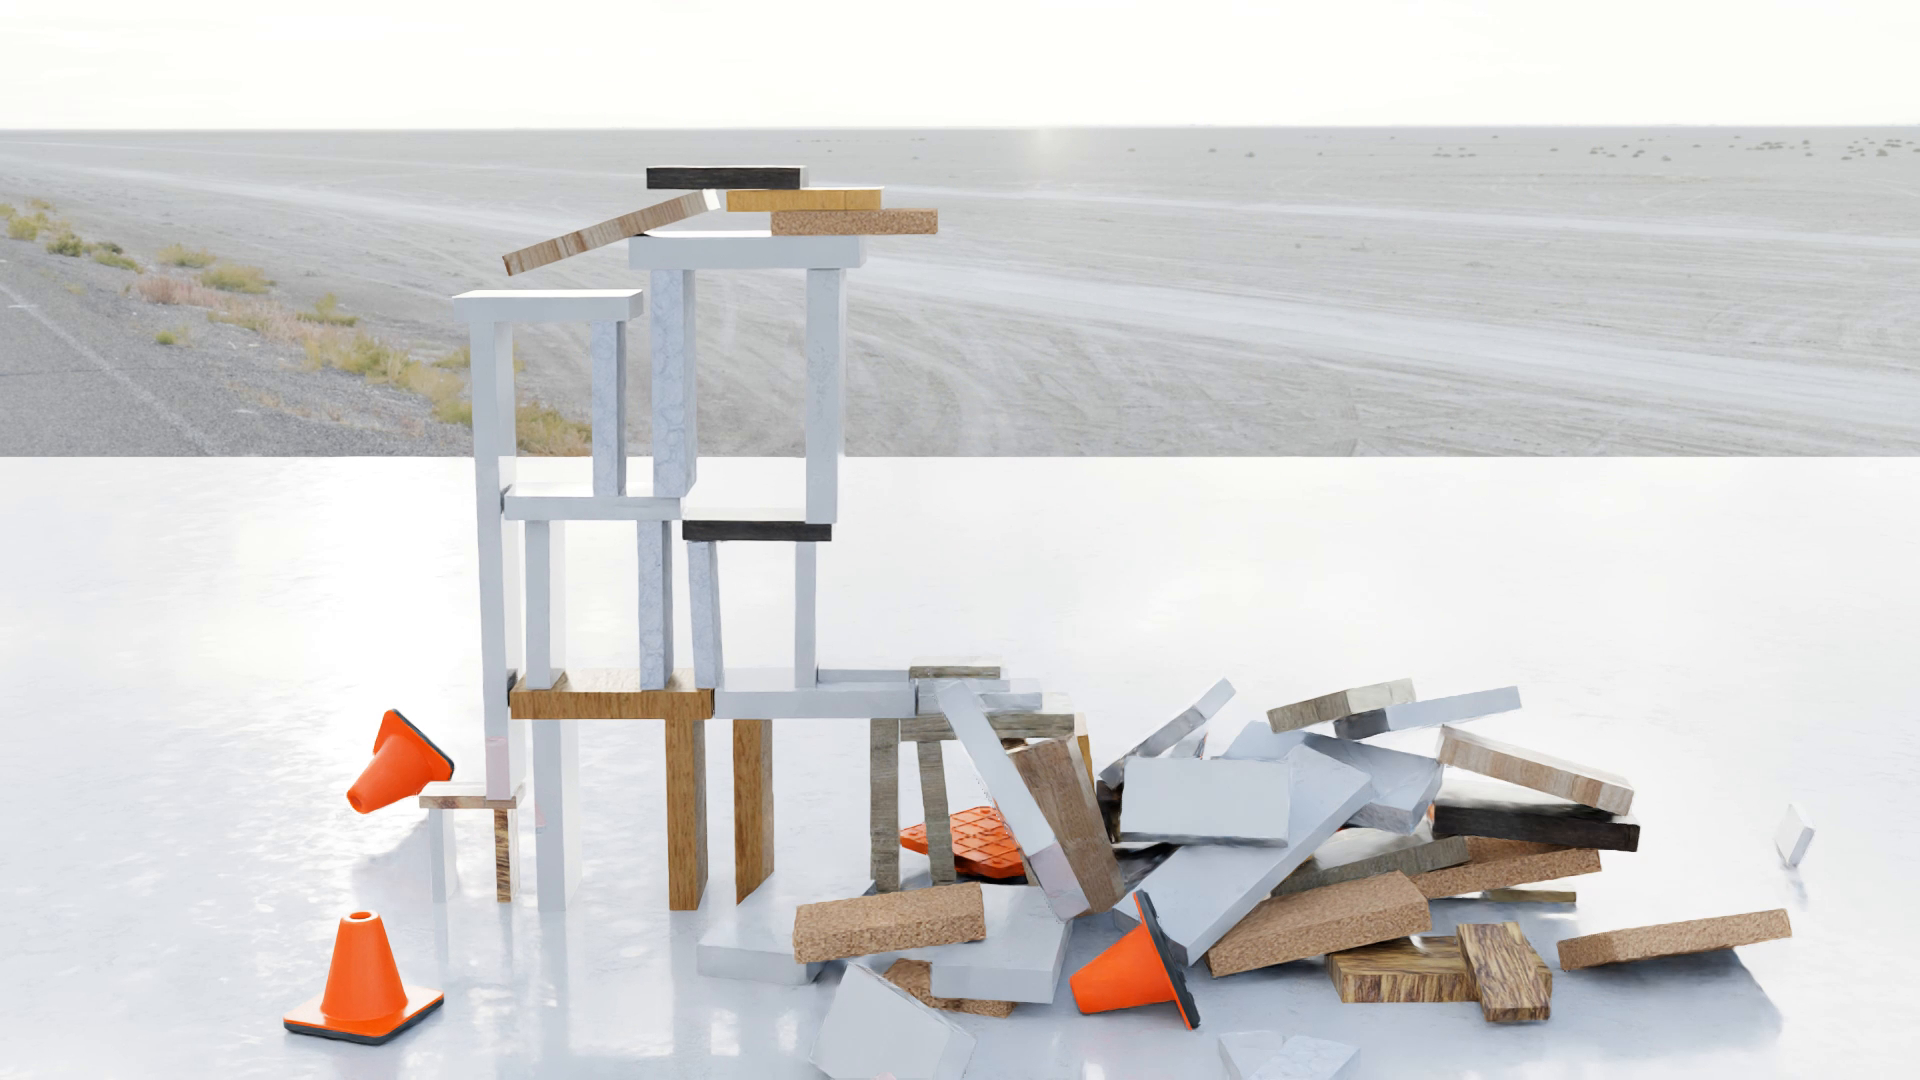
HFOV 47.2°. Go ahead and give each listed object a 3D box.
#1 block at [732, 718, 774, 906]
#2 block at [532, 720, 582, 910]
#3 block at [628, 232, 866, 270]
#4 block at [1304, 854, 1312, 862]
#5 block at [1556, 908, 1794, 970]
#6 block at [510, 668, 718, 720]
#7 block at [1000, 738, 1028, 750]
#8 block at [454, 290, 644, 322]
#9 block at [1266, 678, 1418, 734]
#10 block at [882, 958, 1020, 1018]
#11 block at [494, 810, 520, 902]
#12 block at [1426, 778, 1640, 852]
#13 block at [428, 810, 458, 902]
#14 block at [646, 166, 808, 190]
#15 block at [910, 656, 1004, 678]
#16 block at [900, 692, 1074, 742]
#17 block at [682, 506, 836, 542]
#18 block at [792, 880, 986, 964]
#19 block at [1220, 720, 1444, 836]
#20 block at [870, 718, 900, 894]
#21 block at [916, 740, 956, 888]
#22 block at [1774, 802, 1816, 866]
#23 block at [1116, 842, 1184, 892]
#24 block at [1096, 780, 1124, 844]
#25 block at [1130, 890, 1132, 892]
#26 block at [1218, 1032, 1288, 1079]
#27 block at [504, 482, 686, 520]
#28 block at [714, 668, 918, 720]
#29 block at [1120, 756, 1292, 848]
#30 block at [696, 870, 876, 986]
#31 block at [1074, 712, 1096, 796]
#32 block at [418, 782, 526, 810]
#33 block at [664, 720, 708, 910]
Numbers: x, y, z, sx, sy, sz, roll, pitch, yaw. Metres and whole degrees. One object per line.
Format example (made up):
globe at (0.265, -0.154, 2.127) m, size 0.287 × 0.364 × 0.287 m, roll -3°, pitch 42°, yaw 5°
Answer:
block at (-0.341, 0.431, 3.641) m, size 0.046 × 0.322 × 0.161 m, roll 0°, pitch 11°, yaw 2°
block at (-0.666, 0.432, 3.639) m, size 0.046 × 0.322 × 0.161 m, roll 0°, pitch 11°, yaw 0°
block at (-0.331, -0.459, 3.480) m, size 0.356 × 0.050 × 0.178 m, roll 0°, pitch 10°, yaw 1°
block at (0.490, 0.538, 3.663) m, size 0.186 × 0.026 × 0.093 m, roll -22°, pitch 9°, yaw 5°
block at (1.076, 0.602, 3.315) m, size 0.306 × 0.043 × 0.153 m, roll -3°, pitch -15°, yaw -18°
block at (-0.560, 0.251, 3.605) m, size 0.322 × 0.046 × 0.161 m, roll 0°, pitch 11°, yaw 0°
block at (0.125, 0.453, 3.639) m, size 0.040 × 0.282 × 0.141 m, roll -17°, pitch 10°, yaw 3°
block at (-0.651, -0.372, 3.492) m, size 0.275 × 0.039 × 0.137 m, roll 0°, pitch 11°, yaw 1°
block at (0.638, 0.275, 3.658) m, size 0.143 × 0.041 × 0.286 m, roll -19°, pitch -9°, yaw 32°
block at (-0.012, 0.657, 3.230) m, size 0.202 × 0.029 × 0.101 m, roll 4°, pitch 11°, yaw 19°
block at (-0.752, 0.512, 3.651) m, size 0.023 × 0.160 × 0.080 m, roll 0°, pitch 11°, yaw 0°
block at (0.933, 0.449, 3.612) m, size 0.326 × 0.046 × 0.163 m, roll 5°, pitch 11°, yaw 4°
block at (-0.859, 0.512, 3.651) m, size 0.023 × 0.160 × 0.080 m, roll 0°, pitch 11°, yaw 0°
block at (-0.364, -0.571, 3.462) m, size 0.239 × 0.034 × 0.120 m, roll 0°, pitch 11°, yaw 2°
block at (-0.004, 0.209, 3.612) m, size 0.149 × 0.021 × 0.075 m, roll 0°, pitch 11°, yaw 6°
block at (0.043, 0.289, 3.613) m, size 0.282 × 0.040 × 0.141 m, roll -2°, pitch 11°, yaw -1°
block at (-0.323, -0.026, 3.558) m, size 0.238 × 0.034 × 0.119 m, roll 1°, pitch 11°, yaw 0°
block at (-0.105, 0.571, 3.289) m, size 0.282 × 0.040 × 0.141 m, roll -8°, pitch 10°, yaw 0°
block at (0.603, 0.387, 3.603) m, size 0.336 × 0.048 × 0.168 m, roll 10°, pitch 29°, yaw 27°
block at (-0.123, 0.429, 3.655) m, size 0.046 × 0.322 × 0.161 m, roll 0°, pitch 11°, yaw 0°
block at (-0.039, 0.453, 3.629) m, size 0.040 × 0.282 × 0.141 m, roll -6°, pitch 11°, yaw -2°
block at (1.466, 0.516, 3.865) m, size 0.020 × 0.071 × 0.142 m, roll 22°, pitch 14°, yaw 6°
block at (0.334, 0.534, 3.665) m, size 0.186 × 0.026 × 0.093 m, roll -20°, pitch 9°, yaw -11°
block at (0.299, 0.471, 3.818) m, size 0.120 × 0.034 × 0.240 m, roll -4°, pitch -26°, yaw 3°
block at (0.373, 0.551, 3.656) m, size 0.186 × 0.026 × 0.093 m, roll -17°, pitch 9°, yaw 6°
block at (0.411, 0.710, 2.954) m, size 0.090 × 0.025 × 0.180 m, roll -1°, pitch 11°, yaw -6°
block at (-0.584, -0.062, 3.540) m, size 0.276 × 0.039 × 0.138 m, roll 0°, pitch 10°, yaw -4°
block at (-0.233, 0.250, 3.607) m, size 0.322 × 0.046 × 0.161 m, roll 0°, pitch 11°, yaw 0°
block at (0.381, 0.405, 3.404) m, size 0.255 × 0.127 × 0.036 m, roll 1°, pitch -30°, yaw 12°
block at (-0.266, 0.605, 3.452) m, size 0.174 × 0.049 × 0.348 m, roll 3°, pitch 11°, yaw 15°
block at (0.210, 0.415, 3.702) m, size 0.032 × 0.224 × 0.112 m, roll -7°, pitch 15°, yaw 2°
block at (-0.805, 0.422, 3.634) m, size 0.160 × 0.023 × 0.080 m, roll 0°, pitch 11°, yaw 0°
block at (-0.452, 0.432, 3.639) m, size 0.046 × 0.322 × 0.161 m, roll 0°, pitch 11°, yaw 0°
